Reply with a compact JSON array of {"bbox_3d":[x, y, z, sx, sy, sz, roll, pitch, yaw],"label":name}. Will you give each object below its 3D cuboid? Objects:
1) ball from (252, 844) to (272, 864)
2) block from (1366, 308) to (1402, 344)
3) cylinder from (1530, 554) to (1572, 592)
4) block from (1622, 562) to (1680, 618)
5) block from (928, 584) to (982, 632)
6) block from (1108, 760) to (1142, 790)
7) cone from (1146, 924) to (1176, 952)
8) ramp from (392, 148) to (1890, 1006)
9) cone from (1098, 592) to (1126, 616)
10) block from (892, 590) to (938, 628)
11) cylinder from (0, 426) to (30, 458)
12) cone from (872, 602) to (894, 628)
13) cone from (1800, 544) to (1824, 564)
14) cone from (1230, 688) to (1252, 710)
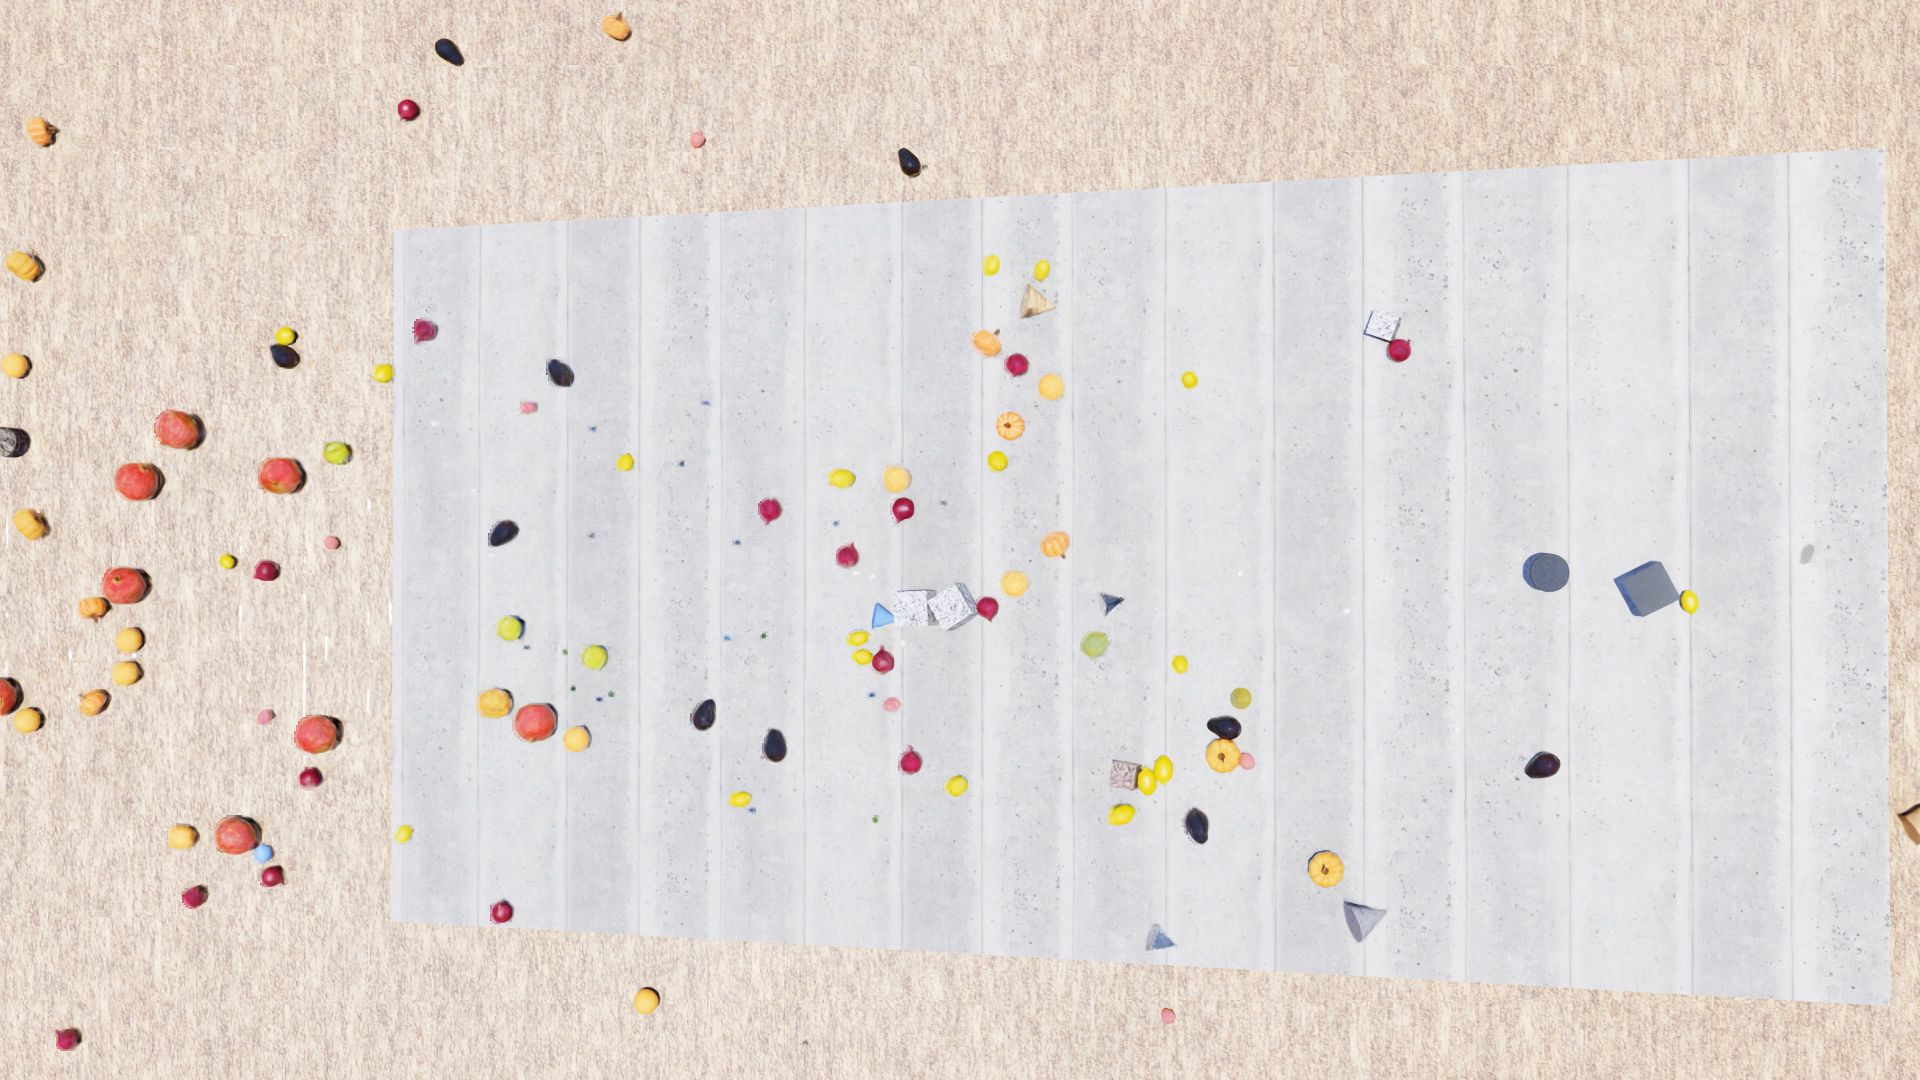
[{"bbox_3d":[-2.036,0.917,6.419,0.053,0.053,0.053,0,89,0],"label":"ball"},{"bbox_3d":[1.053,-0.532,5.462,0.064,0.064,0.064,21,96,17],"label":"block"},{"bbox_3d":[1.427,0.079,5.316,0.093,0.093,0.093,0,89,18],"label":"cylinder"},{"bbox_3d":[1.649,0.118,5.241,0.099,0.099,0.099,-29,81,16],"label":"block"},{"bbox_3d":[-0.014,0.177,5.785,0.090,0.090,0.090,-33,80,15],"label":"block"},{"bbox_3d":[0.425,0.604,5.650,0.064,0.064,0.064,9,92,18],"label":"block"},{"bbox_3d":[0.523,1.029,5.629,0.073,0.073,0.073,19,89,-9],"label":"cone"},{"bbox_3d":[0.276,0.093,5.792,4.000,0.100,2.000,0,89,18],"label":"ramp"},{"bbox_3d":[0.399,0.159,5.683,0.065,0.065,0.065,-14,89,-9],"label":"cone"},{"bbox_3d":[-0.117,0.182,5.817,0.093,0.093,0.093,-3,88,18],"label":"block"},{"bbox_3d":[-2.779,-0.285,6.419,0.087,0.087,0.087,0,89,0],"label":"cylinder"},{"bbox_3d":[-0.194,0.208,5.874,0.071,0.071,0.071,10,89,-9],"label":"cone"},{"bbox_3d":[2.011,0.043,5.164,0.051,0.051,0.051,22,89,-10],"label":"cone"},{"bbox_3d":[0.705,0.402,5.566,0.057,0.057,0.057,0,89,18],"label":"cone"}]
